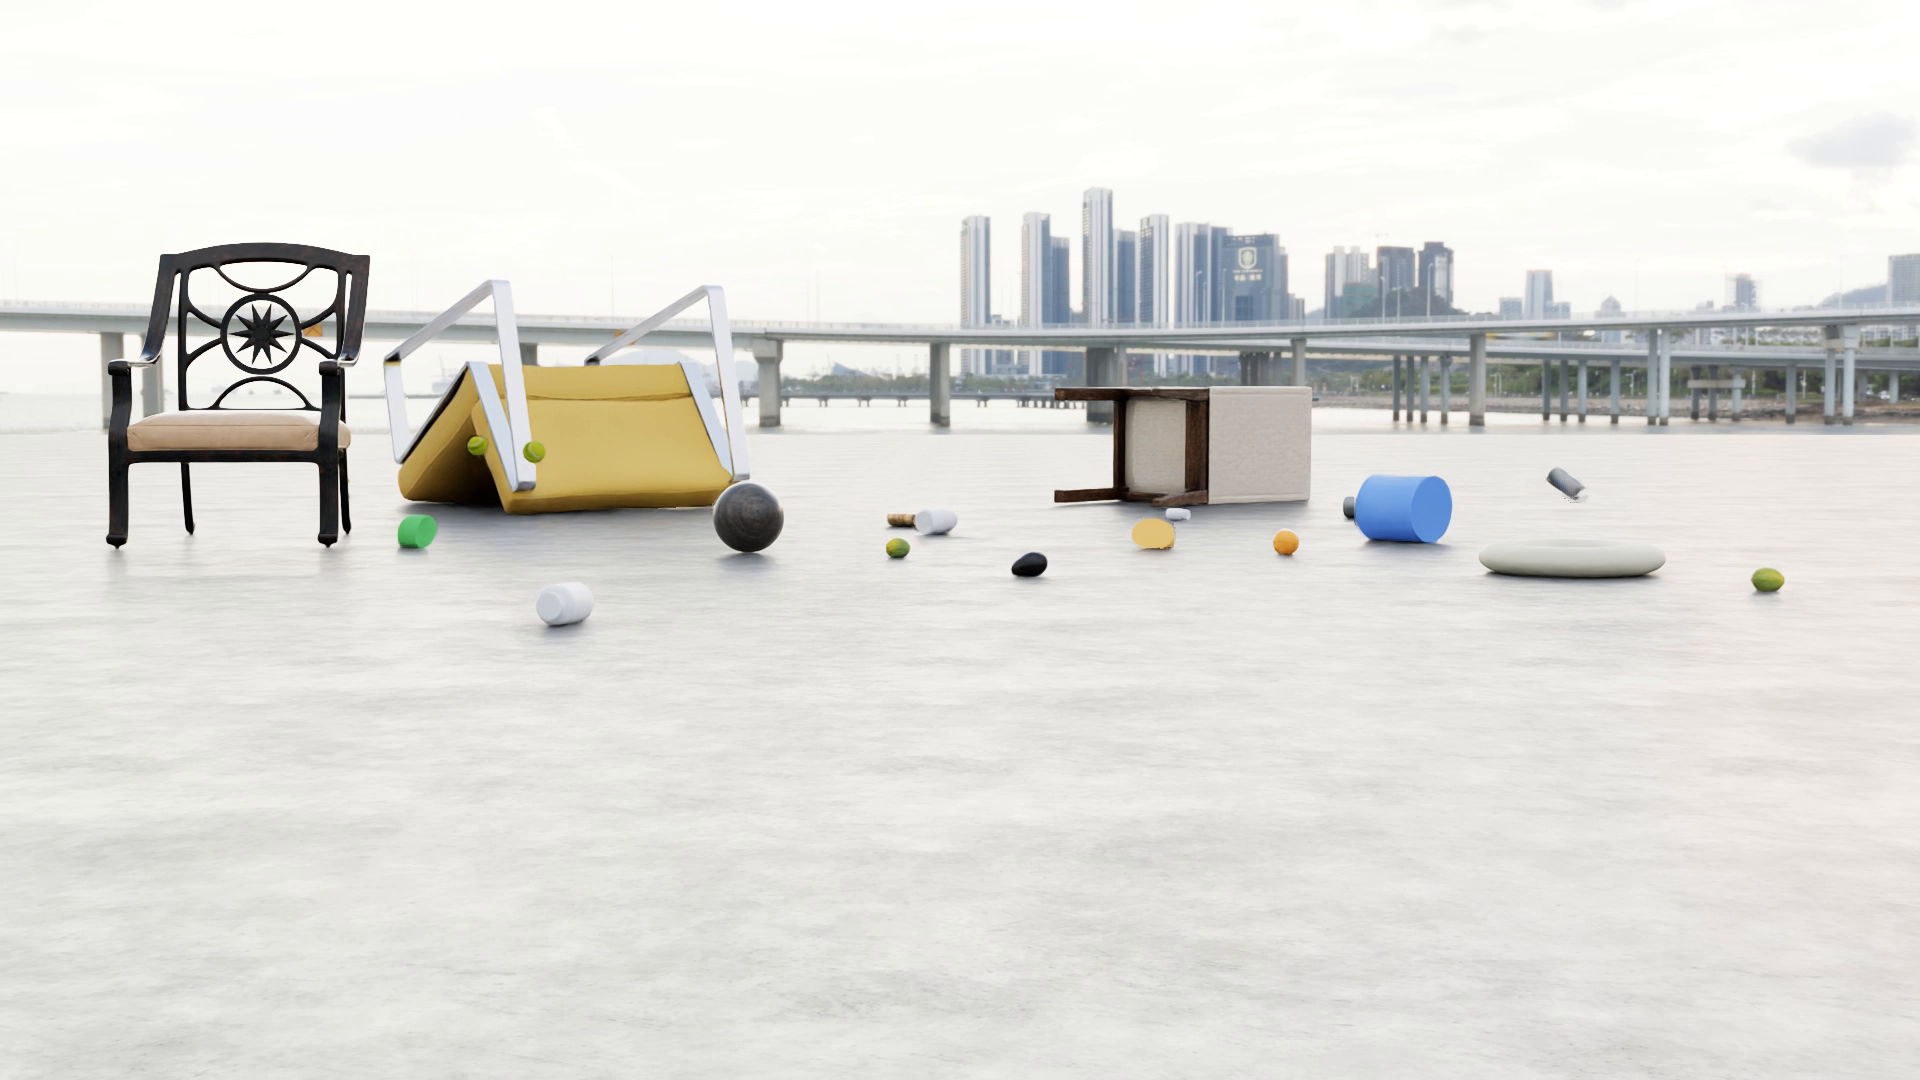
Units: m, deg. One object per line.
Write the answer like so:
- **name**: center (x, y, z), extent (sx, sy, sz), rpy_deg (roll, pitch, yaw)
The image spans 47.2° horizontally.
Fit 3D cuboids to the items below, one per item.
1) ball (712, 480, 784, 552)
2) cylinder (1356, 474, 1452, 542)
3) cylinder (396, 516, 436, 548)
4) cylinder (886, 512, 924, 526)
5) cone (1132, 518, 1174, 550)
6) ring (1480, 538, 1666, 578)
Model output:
- **ball**: center (-0.580, -0.063, 6.030), extent (0.197, 0.197, 0.197), rpy_deg (0, 4, 0)
- **cylinder**: center (1.311, -0.095, 6.496), extent (0.204, 0.196, 0.201), rpy_deg (-35, 25, -35)
- **cylinder**: center (-1.538, -0.022, 6.224), extent (0.073, 0.096, 0.070), rpy_deg (2, -31, 32)
- **cylinder**: center (-0.180, -0.067, 7.183), extent (0.095, 0.044, 0.081), rpy_deg (2, -8, 23)
- **cone**: center (0.578, -0.001, 6.246), extent (0.128, 0.089, 0.169), rpy_deg (4, -10, 27)
- **ring**: center (1.499, 0.043, 5.390), extent (0.451, 0.073, 0.417), rpy_deg (-1, 5, -12)
